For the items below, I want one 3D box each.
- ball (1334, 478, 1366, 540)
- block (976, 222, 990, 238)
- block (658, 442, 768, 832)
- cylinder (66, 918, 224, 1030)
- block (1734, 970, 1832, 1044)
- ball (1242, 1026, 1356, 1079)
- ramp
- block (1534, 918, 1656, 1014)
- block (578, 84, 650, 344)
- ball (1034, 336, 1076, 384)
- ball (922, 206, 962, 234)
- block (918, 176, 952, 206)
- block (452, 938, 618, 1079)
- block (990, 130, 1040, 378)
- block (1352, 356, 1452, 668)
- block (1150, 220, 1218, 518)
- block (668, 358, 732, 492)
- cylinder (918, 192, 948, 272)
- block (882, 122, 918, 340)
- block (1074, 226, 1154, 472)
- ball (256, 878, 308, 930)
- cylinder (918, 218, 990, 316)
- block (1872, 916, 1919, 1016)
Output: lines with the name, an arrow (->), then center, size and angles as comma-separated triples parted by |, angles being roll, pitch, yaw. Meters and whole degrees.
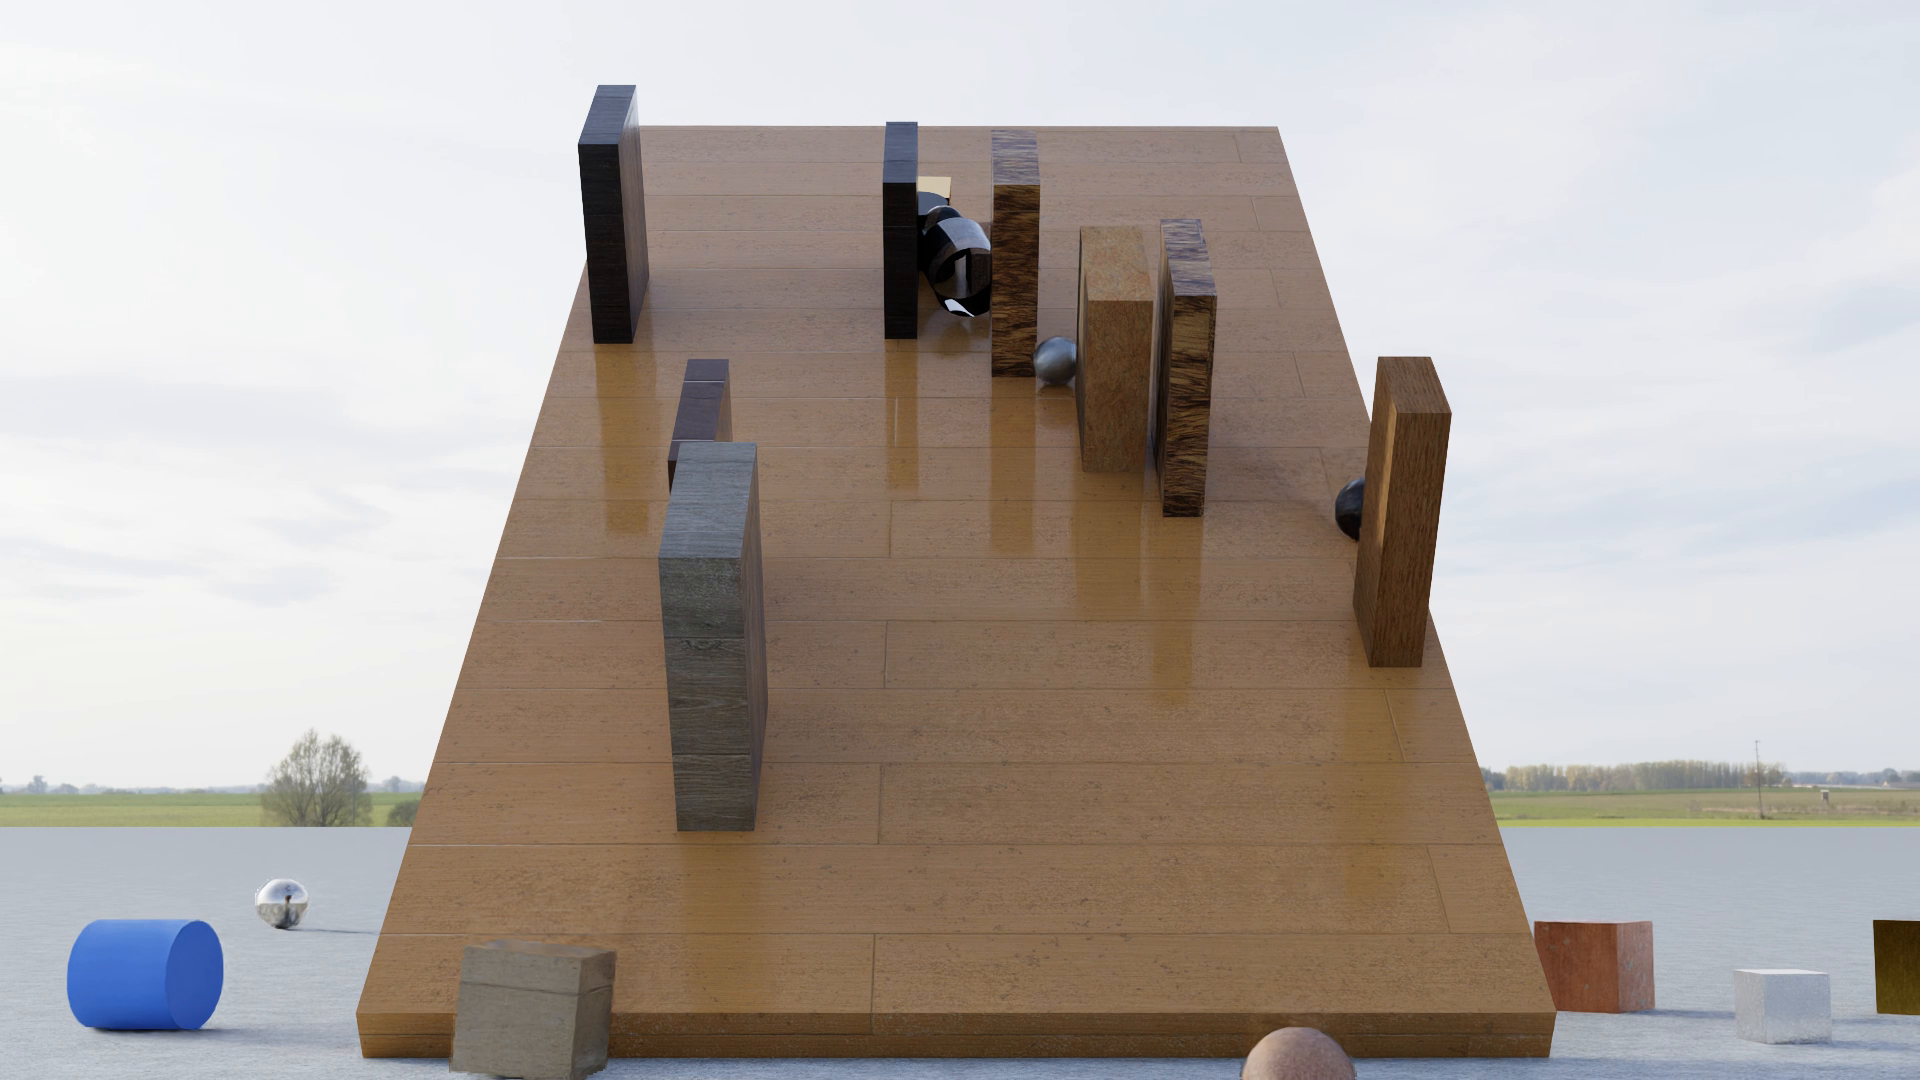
ball -> 0.893, -0.066, 5.336 | 0.142, 0.142, 0.142 | 0, -7, 0
block -> 0.065, -0.772, 6.523 | 0.122, 0.122, 0.122 | -3, 31, -6
block -> -0.448, 0.177, 4.489 | 0.141, 0.589, 0.411 | 0, 31, 0
cylinder -> -1.565, 0.835, 4.675 | 0.208, 0.208, 0.208 | -4, -7, 15
block -> 1.495, 0.848, 4.420 | 0.124, 0.124, 0.124 | 1, -7, -7
ball -> 0.422, 0.678, 3.030 | 0.142, 0.142, 0.142 | 0, -7, 0
ramp -> -0.014, -0.200, 5.787 | 2.000, 0.100, 4.000 | 0, 31, 0
block -> 1.350, 0.904, 5.170 | 0.185, 0.185, 0.185 | -5, -8, 38
block -> -0.882, -0.835, 6.217 | 0.099, 0.539, 0.408 | 0, 31, 0
ball -> 0.239, -0.443, 5.972 | 0.117, 0.117, 0.117 | 0, -7, 0
ball -> -0.045, -0.831, 6.453 | 0.115, 0.115, 0.115 | 0, -7, 0
block -> -0.101, -0.909, 6.727 | 0.146, 0.146, 0.146 | 1, 31, 2
block -> -0.665, 0.736, 3.814 | 0.189, 0.189, 0.189 | 4, -5, 9
block -> 0.134, -0.714, 6.048 | 0.110, 0.512, 0.351 | 0, 31, 0
block -> 0.884, -0.054, 4.886 | 0.105, 0.584, 0.240 | 0, 31, 0
block -> 0.500, -0.389, 5.478 | 0.090, 0.546, 0.404 | 0, 31, 0
block -> -0.523, -0.059, 4.987 | 0.084, 0.479, 0.433 | 0, 31, 0
cylinder -> -0.115, -0.837, 6.589 | 0.164, 0.164, 0.164 | 0, 31, 0
block -> -0.151, -0.803, 6.275 | 0.083, 0.429, 0.410 | 0, 31, 0
block -> 0.356, -0.450, 5.684 | 0.144, 0.437, 0.409 | 0, 31, 0
ball -> -2.504, 1.345, 8.989 | 0.186, 0.186, 0.186 | 0, -7, 0
cylinder -> 0.007, -0.714, 6.352 | 0.196, 0.196, 0.196 | 2, 30, -16
block -> 2.038, 0.888, 5.066 | 0.192, 0.192, 0.192 | -6, -9, 40
